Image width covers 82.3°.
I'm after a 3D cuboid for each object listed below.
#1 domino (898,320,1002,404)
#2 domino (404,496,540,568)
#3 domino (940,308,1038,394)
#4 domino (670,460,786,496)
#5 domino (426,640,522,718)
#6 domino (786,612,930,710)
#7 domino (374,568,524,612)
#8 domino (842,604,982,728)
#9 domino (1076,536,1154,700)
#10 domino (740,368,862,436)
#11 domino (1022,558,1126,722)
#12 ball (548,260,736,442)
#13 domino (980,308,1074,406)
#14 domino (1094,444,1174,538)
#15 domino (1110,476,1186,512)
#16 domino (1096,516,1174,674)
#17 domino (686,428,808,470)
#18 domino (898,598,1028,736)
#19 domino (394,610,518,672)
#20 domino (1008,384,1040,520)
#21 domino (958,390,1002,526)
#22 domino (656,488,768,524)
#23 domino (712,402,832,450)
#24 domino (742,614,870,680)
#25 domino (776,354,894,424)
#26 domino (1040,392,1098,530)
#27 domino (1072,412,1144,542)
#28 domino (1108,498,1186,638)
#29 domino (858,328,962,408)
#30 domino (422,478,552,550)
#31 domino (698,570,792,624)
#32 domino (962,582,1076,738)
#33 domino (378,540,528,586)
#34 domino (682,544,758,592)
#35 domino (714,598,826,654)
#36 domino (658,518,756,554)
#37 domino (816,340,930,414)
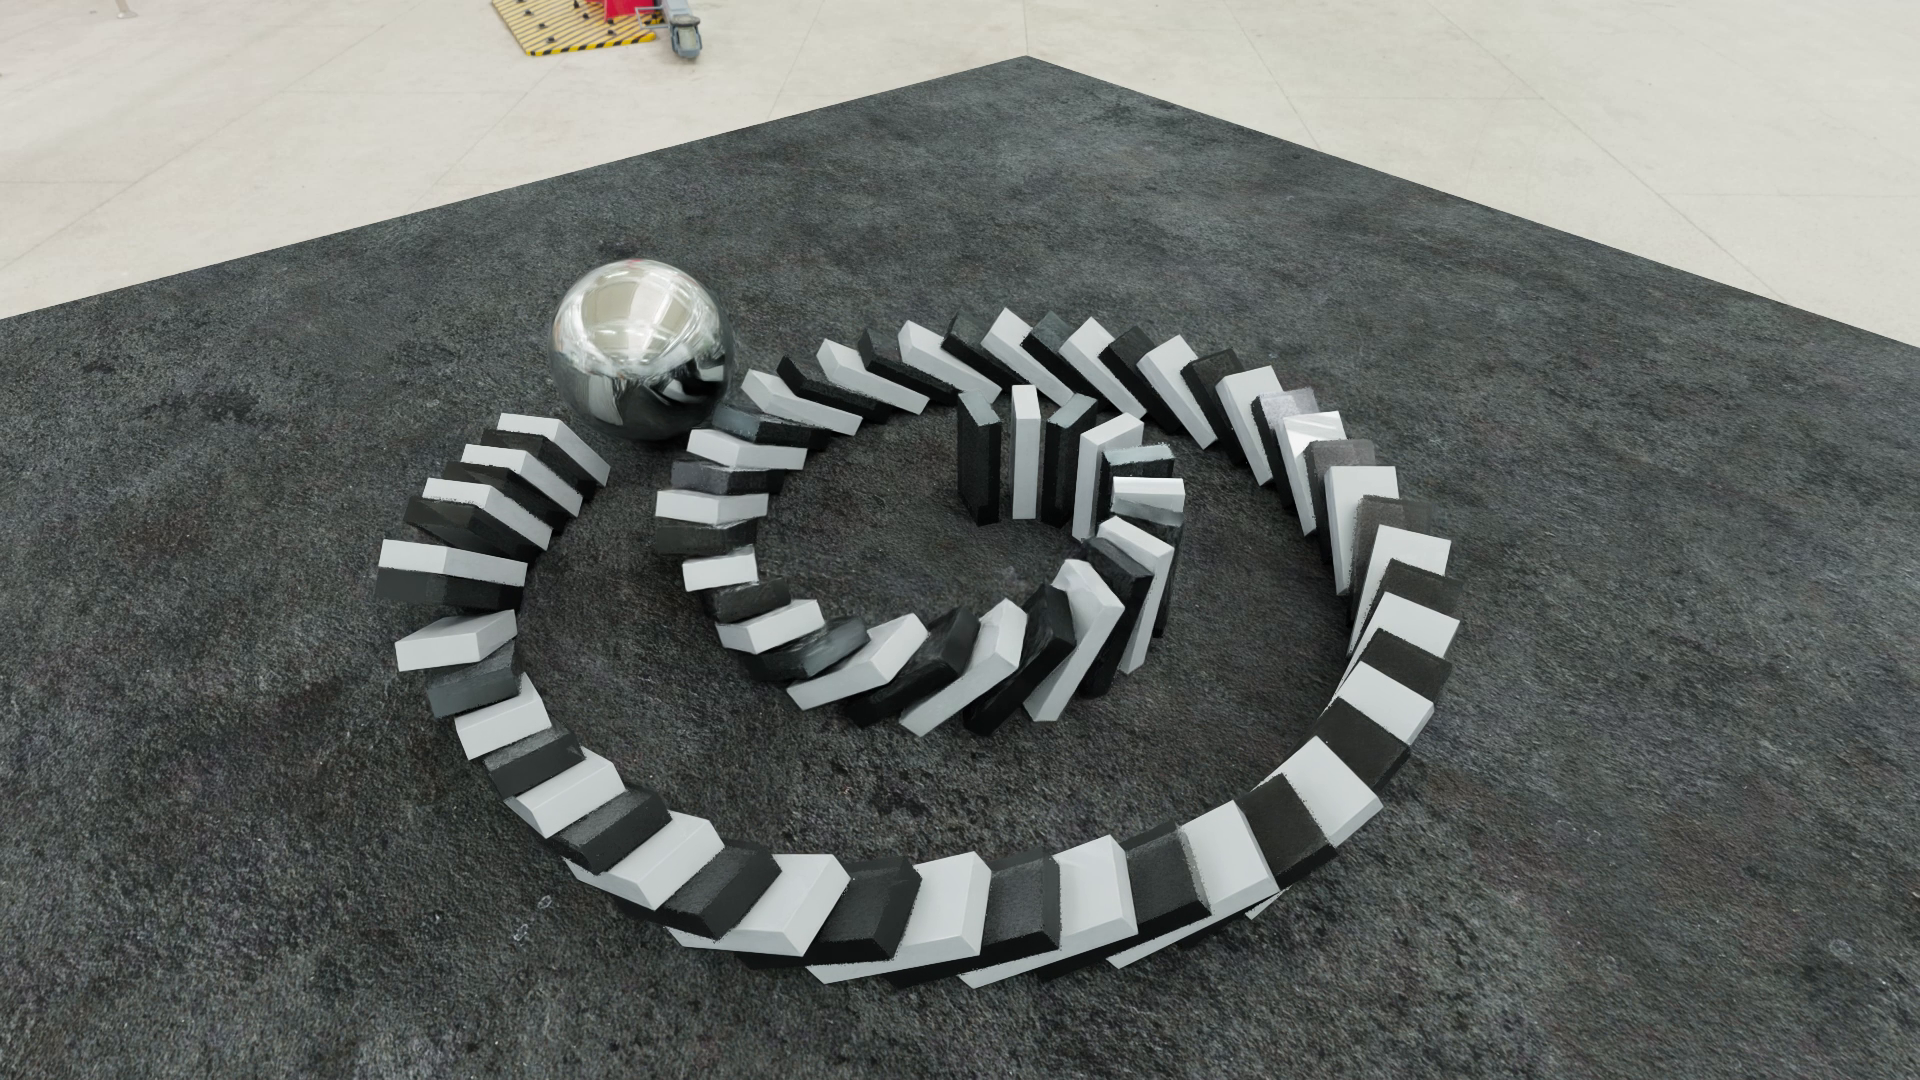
[{"bbox_3d":[-0.005,-0.085,0.527,0.050,0.010,0.025,22,32,-25],"label":"domino"},{"bbox_3d":[-0.184,-0.002,0.416,0.025,0.050,0.010,7,73,8],"label":"domino"},{"bbox_3d":[0.016,-0.089,0.532,0.050,0.010,0.025,32,38,-13],"label":"domino"},{"bbox_3d":[-0.095,-0.026,0.455,0.025,0.010,0.050,13,8,15],"label":"domino"},{"bbox_3d":[-0.161,0.046,0.368,0.025,0.010,0.050,-16,10,-19],"label":"domino"},{"bbox_3d":[-0.035,0.041,0.369,0.050,0.009,0.025,-24,17,45],"label":"domino"},{"bbox_3d":[-0.182,0.018,0.395,0.025,0.050,0.010,6,85,8],"label":"domino"},{"bbox_3d":[-0.016,0.042,0.366,0.009,0.050,0.025,44,39,-17],"label":"domino"},{"bbox_3d":[0.047,0.027,0.378,0.010,0.050,0.025,-8,36,-41],"label":"domino"},{"bbox_3d":[-0.071,-0.062,0.499,0.050,0.009,0.025,11,25,-44],"label":"domino"},{"bbox_3d":[0.034,0.034,0.371,0.010,0.050,0.025,8,31,-35],"label":"domino"},{"bbox_3d":[-0.141,-0.084,0.490,0.080,0.080,0.080,0,39,0],"label":"ball"},{"bbox_3d":[0.036,-0.088,0.531,0.050,0.010,0.025,36,42,-7],"label":"domino"},{"bbox_3d":[0.067,-0.013,0.427,0.025,0.050,0.010,-7,40,-8],"label":"domino"},{"bbox_3d":[0.068,0.000,0.412,0.025,0.050,0.009,2,39,2],"label":"domino"},{"bbox_3d":[0.057,0.020,0.387,0.025,0.050,0.009,32,38,33],"label":"domino"},{"bbox_3d":[-0.090,-0.039,0.471,0.025,0.010,0.050,20,11,23],"label":"domino"},{"bbox_3d":[0.001,0.043,0.364,0.009,0.050,0.025,37,37,-18],"label":"domino"},{"bbox_3d":[-0.173,0.034,0.381,0.025,0.010,0.050,-7,6,-8],"label":"domino"},{"bbox_3d":[0.026,-0.036,0.456,0.009,0.050,0.025,-1,39,-2],"label":"domino"},{"bbox_3d":[0.008,-0.033,0.452,0.010,0.050,0.025,-13,41,-15],"label":"domino"},{"bbox_3d":[-0.098,-0.015,0.441,0.025,0.010,0.050,8,7,11],"label":"domino"},{"bbox_3d":[-0.082,-0.050,0.484,0.025,0.009,0.050,24,12,27],"label":"domino"},{"bbox_3d":[-0.053,0.037,0.375,0.025,0.010,0.050,-29,8,-31],"label":"domino"},{"bbox_3d":[-0.057,-0.070,0.508,0.050,0.009,0.025,13,26,-40],"label":"domino"},{"bbox_3d":[0.044,-0.032,0.450,0.009,0.050,0.025,23,44,25],"label":"domino"},{"bbox_3d":[0.059,-0.024,0.440,0.025,0.050,0.010,-27,46,-29],"label":"domino"},{"bbox_3d":[0.065,0.011,0.398,0.025,0.050,0.009,14,38,17],"label":"domino"},{"bbox_3d":[-0.023,-0.082,0.523,0.050,0.010,0.025,20,30,-29],"label":"domino"},{"bbox_3d":[-0.182,-0.009,0.425,0.025,0.050,0.010,7,73,8],"label":"domino"},{"bbox_3d":[-0.079,0.020,0.397,0.025,0.009,0.050,-16,6,-19],"label":"domino"},{"bbox_3d":[0.018,0.040,0.365,0.010,0.050,0.025,26,33,-23],"label":"domino"},{"bbox_3d":[-0.185,0.009,0.405,0.025,0.050,0.009,6,83,11],"label":"domino"},{"bbox_3d":[-0.089,0.010,0.410,0.025,0.010,0.050,-9,6,-10],"label":"domino"},{"bbox_3d":[-0.067,0.029,0.385,0.025,0.009,0.050,-21,7,-24],"label":"domino"},{"bbox_3d":[-0.097,-0.002,0.425,0.025,0.009,0.050,1,6,2],"label":"domino"},{"bbox_3d":[-0.041,-0.076,0.517,0.050,0.010,0.025,16,28,-34],"label":"domino"}]
